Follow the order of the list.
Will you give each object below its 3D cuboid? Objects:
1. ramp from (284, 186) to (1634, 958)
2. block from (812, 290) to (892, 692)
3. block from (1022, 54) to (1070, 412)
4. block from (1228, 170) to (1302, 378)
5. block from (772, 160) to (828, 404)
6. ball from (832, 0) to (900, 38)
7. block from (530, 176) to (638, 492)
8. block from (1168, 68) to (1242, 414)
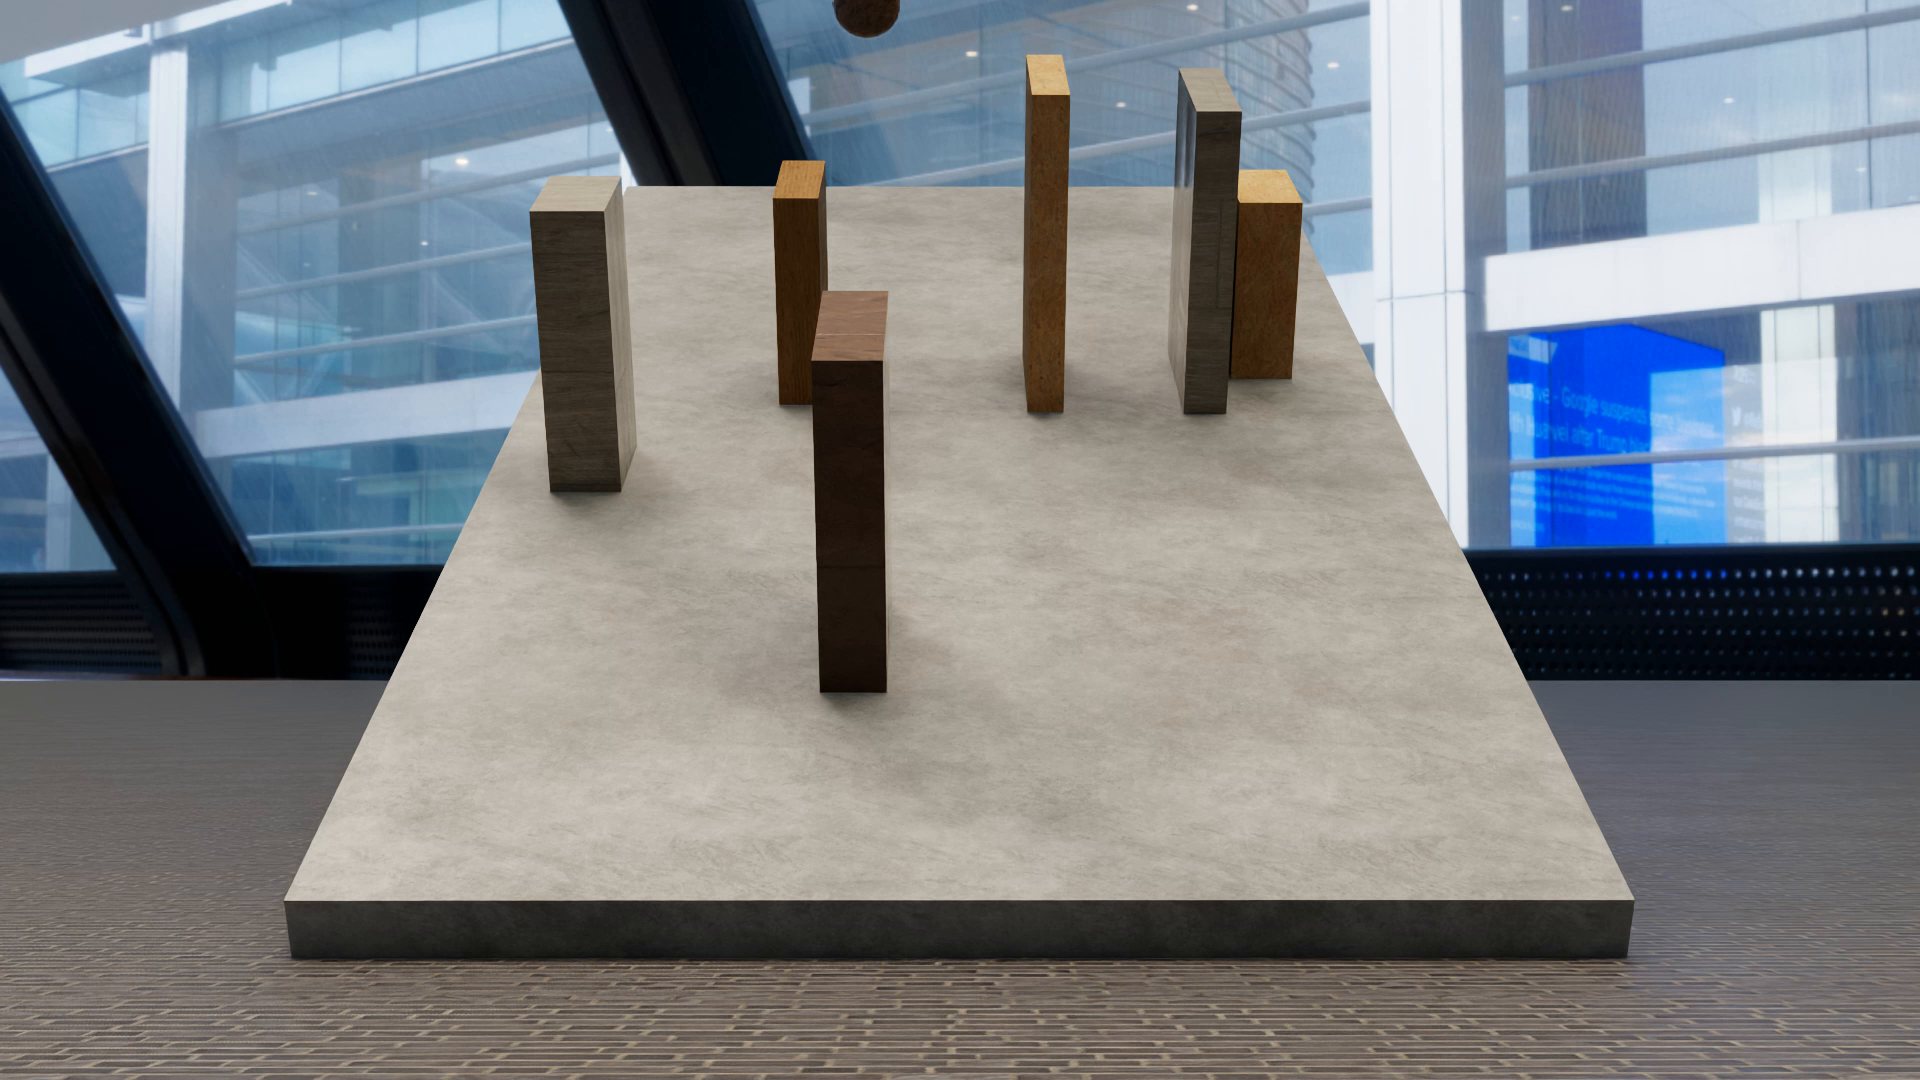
[{"bbox_3d":[-0.008,-0.228,5.289,2.000,0.100,4.000,0,24,0],"label":"ramp"},{"bbox_3d":[-0.186,-0.089,4.093,0.117,0.611,0.374,0,24,0],"label":"block"},{"bbox_3d":[0.195,-0.709,5.352,0.083,0.731,0.407,0,24,0],"label":"block"},{"bbox_3d":[0.716,-0.640,5.572,0.145,0.429,0.295,0,24,0],"label":"block"},{"bbox_3d":[-0.367,-0.602,5.407,0.101,0.488,0.329,0,24,0],"label":"block"},{"bbox_3d":[-0.274,-1.577,6.821,0.200,0.200,0.200,0,-3,0],"label":"ball"},{"bbox_3d":[-0.785,-0.432,4.874,0.149,0.606,0.270,0,24,0],"label":"block"},{"bbox_3d":[0.559,-0.695,5.362,0.098,0.698,0.431,0,24,0],"label":"block"}]
